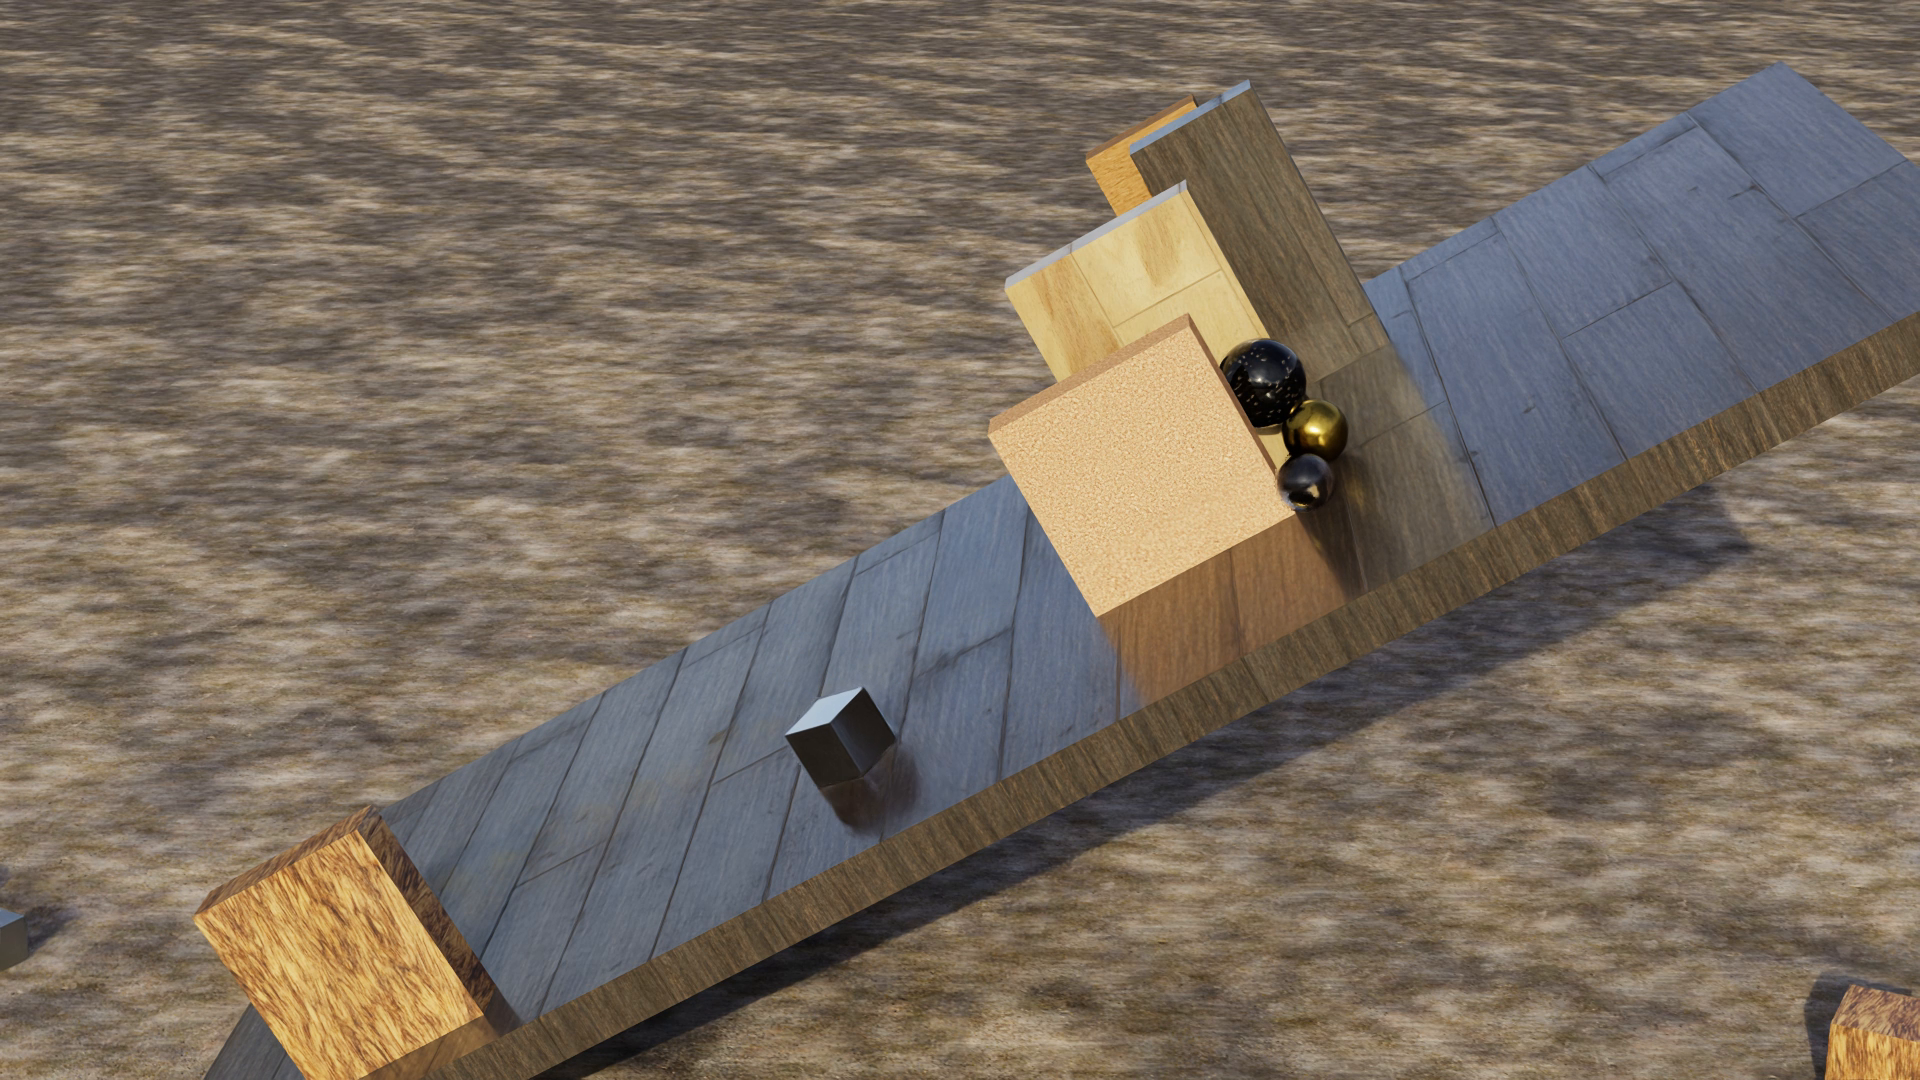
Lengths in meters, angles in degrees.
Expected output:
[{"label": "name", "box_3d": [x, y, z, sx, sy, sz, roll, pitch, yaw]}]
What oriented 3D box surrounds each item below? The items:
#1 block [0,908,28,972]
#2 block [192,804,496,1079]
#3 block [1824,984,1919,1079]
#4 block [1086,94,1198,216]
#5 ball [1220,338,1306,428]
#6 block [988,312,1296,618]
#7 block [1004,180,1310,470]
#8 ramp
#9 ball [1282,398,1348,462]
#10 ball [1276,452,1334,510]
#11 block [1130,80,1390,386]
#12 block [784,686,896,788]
[{"label": "block", "box_3d": [-2.316, 0.959, 7.040, 0.112, 0.112, 0.112, 11, 22, 31]}, {"label": "block", "box_3d": [-1.202, 0.807, 5.757, 0.388, 0.446, 0.122, -28, 15, 12]}, {"label": "block", "box_3d": [2.011, 1.123, 6.400, 0.206, 0.206, 0.206, 9, 21, 26]}, {"label": "block", "box_3d": [0.566, -0.671, 6.744, 0.277, 0.638, 0.094, -28, 15, 12]}, {"label": "ball", "box_3d": [0.603, -0.315, 5.890, 0.181, 0.181, 0.181, 0, 18, 0]}, {"label": "block", "box_3d": [0.360, -0.147, 5.820, 0.449, 0.434, 0.114, -28, 15, 12]}, {"label": "block", "box_3d": [0.428, -0.363, 6.033, 0.420, 0.617, 0.101, -28, 15, 12]}, {"label": "ramp", "box_3d": [0.142, 0.168, 6.284, 4.000, 0.100, 2.000, -28, 15, 12]}, {"label": "ball", "box_3d": [0.717, -0.218, 5.939, 0.135, 0.135, 0.135, 0, 18, 0]}, {"label": "ball", "box_3d": [0.672, -0.113, 5.724, 0.113, 0.113, 0.113, 0, 18, 0]}, {"label": "block", "box_3d": [0.661, -0.653, 6.479, 0.297, 0.645, 0.115, -28, 15, 12]}, {"label": "block", "box_3d": [-0.236, 0.392, 5.832, 0.130, 0.130, 0.130, -18, 19, 41]}]
